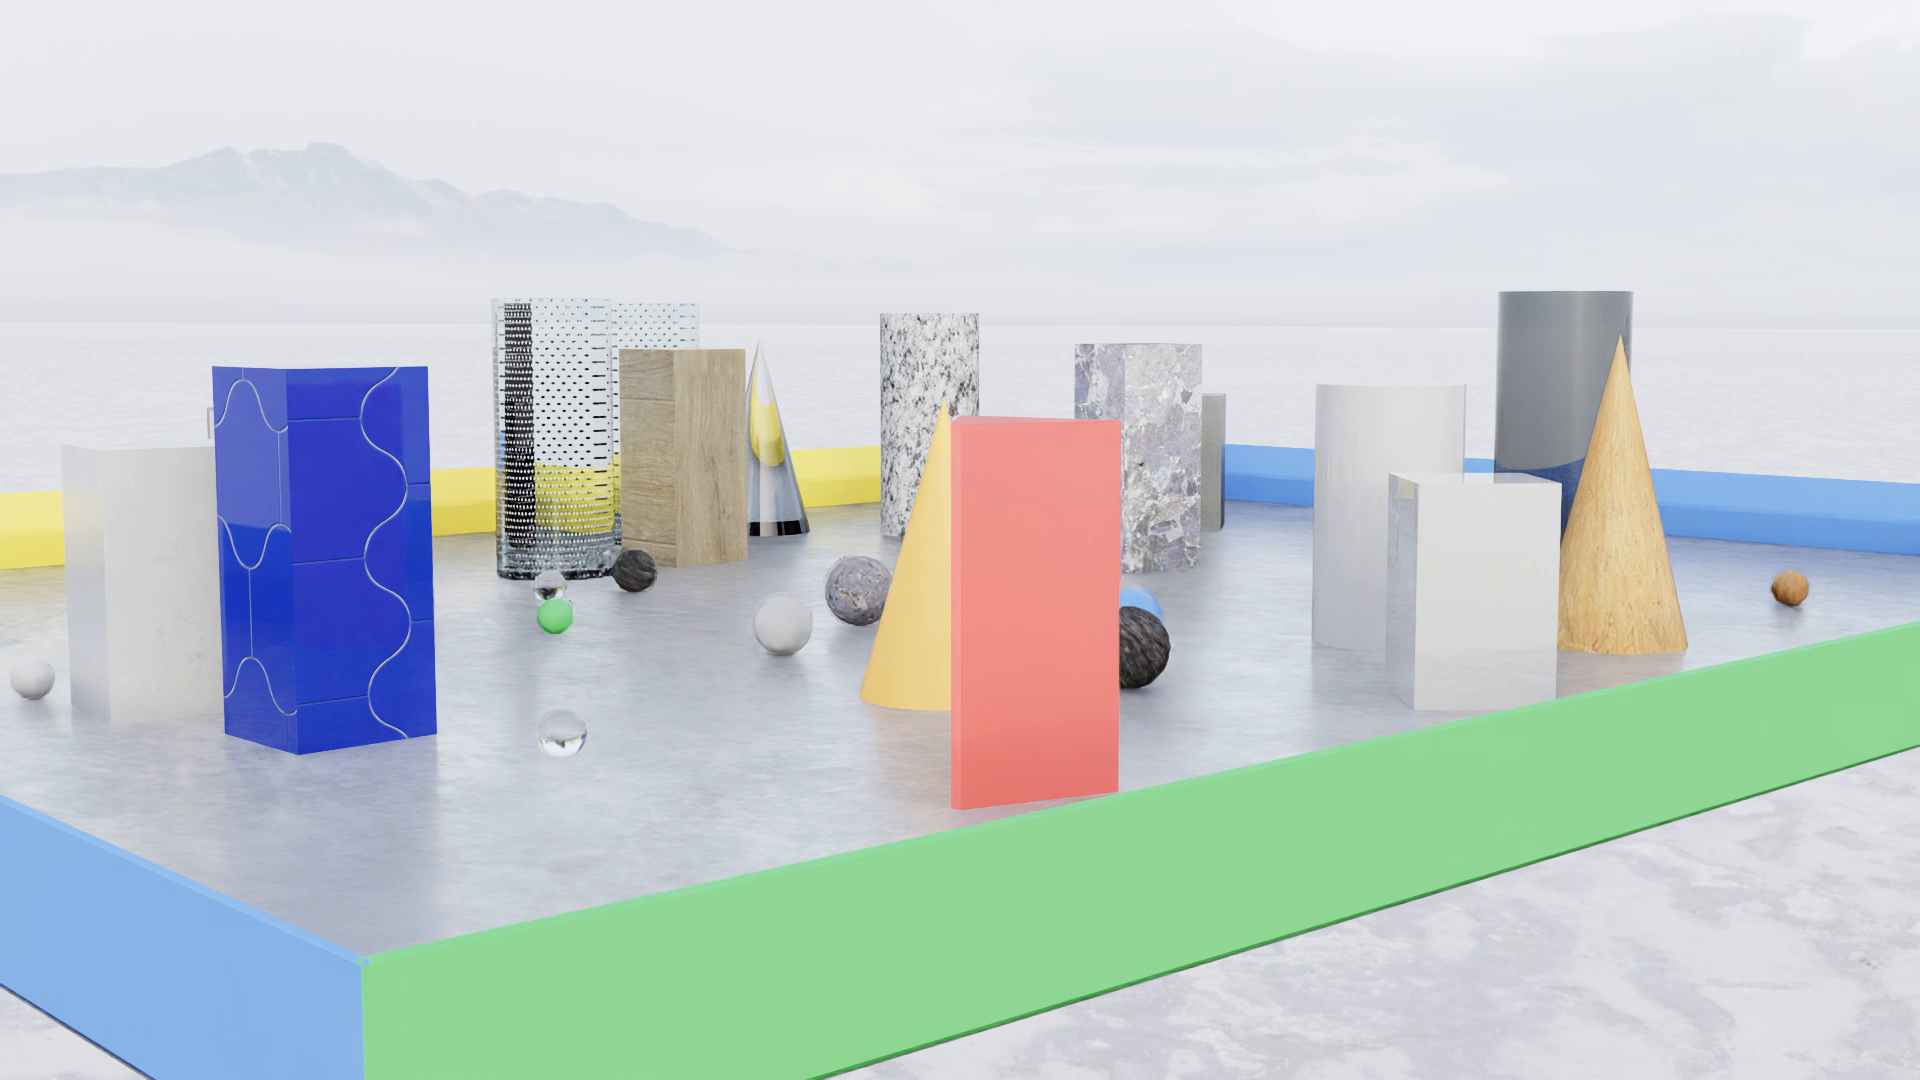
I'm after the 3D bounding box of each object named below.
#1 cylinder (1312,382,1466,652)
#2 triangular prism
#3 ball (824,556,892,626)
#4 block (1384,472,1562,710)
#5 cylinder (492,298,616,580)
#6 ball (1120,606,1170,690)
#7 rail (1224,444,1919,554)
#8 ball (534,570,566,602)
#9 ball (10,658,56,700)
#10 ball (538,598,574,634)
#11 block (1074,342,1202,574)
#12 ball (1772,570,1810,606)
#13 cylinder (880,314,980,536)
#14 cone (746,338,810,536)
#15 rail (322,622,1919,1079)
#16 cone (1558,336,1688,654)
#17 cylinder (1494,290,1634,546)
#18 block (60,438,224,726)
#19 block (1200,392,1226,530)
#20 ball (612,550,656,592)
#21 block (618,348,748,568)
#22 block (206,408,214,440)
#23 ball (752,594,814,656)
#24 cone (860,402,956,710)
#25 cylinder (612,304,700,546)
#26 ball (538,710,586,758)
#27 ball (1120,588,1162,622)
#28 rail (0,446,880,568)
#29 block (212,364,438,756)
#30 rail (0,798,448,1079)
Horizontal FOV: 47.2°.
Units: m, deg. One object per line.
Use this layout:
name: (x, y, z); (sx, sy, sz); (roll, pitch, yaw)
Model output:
cylinder: (0.577, -0.037, 2.963); (0.199, 0.348, 0.199); (0, 6, 0)
triangular prism: (0.038, 0.059, 2.056); (0.172, 0.345, 0.149); (-3, 7, -27)
ball: (-0.142, 0.072, 3.114); (0.099, 0.099, 0.099); (0, 6, 0)
block: (0.586, 0.056, 2.528); (0.159, 0.254, 0.159); (0, 6, -1)
cylinder: (-0.685, -0.174, 3.710); (0.199, 0.465, 0.199); (0, 6, 0)
ball: (0.199, 0.127, 2.595); (0.098, 0.098, 0.098); (0, 6, 0)
rail: (1.270, -0.088, 4.498); (0.045, 0.129, 2.940); (-5, 8, -42)
ball: (-0.626, 0.071, 3.361); (0.050, 0.050, 0.050); (0, 6, 0)
ball: (-1.065, 0.159, 2.527); (0.048, 0.048, 0.048); (0, 6, 0)
ball: (-0.559, 0.105, 3.038); (0.050, 0.050, 0.050); (0, 6, 0)
block: (0.308, -0.147, 3.827); (0.159, 0.387, 0.159); (-3, 7, -29)
ball: (1.258, 0.073, 3.331); (0.054, 0.054, 0.054); (0, 6, 0)
cylinder: (-0.060, -0.234, 4.408); (0.199, 0.440, 0.199); (0, 6, 0)
cone: (-0.403, -0.214, 4.437); (0.199, 0.394, 0.199); (0, 6, 0)
rail: (0.981, 0.144, 2.275); (3.505, 0.129, 0.045); (-5, 8, -42)
cone: (0.875, -0.067, 2.936); (0.199, 0.414, 0.199); (0, 6, 0)
cylinder: (0.916, -0.141, 3.353); (0.199, 0.473, 0.199); (0, 6, 0)
block: (-0.896, 0.041, 2.460); (0.159, 0.297, 0.159); (-4, 7, -36)
block: (0.464, -0.164, 4.541); (0.159, 0.273, 0.159); (1, 6, 10)
ball: (-0.516, 0.049, 3.485); (0.068, 0.068, 0.068); (0, 6, 0)
block: (-0.492, -0.151, 3.913); (0.159, 0.377, 0.159); (-6, 8, -44)
block: (-1.132, -0.070, 3.571); (0.159, 0.287, 0.159); (-2, 6, -20)
ball: (-0.229, 0.110, 2.852); (0.078, 0.078, 0.078); (0, 6, 0)
cone: (-0.018, 0.009, 2.539); (0.199, 0.345, 0.199); (0, 6, 0)
cylinder: (-0.602, -0.227, 4.255); (0.199, 0.459, 0.199); (0, 6, 0)
ball: (-0.397, 0.194, 2.197); (0.048, 0.048, 0.048); (0, 6, 0)
ball: (0.230, 0.104, 2.917); (0.078, 0.078, 0.078); (0, 6, 0)
rail: (-0.981, -0.077, 4.389); (3.505, 0.129, 0.045); (-5, 8, -42)
block: (-0.664, 0.012, 2.302); (0.159, 0.387, 0.159); (-6, 8, -44)
rail: (-1.270, 0.155, 2.166); (0.045, 0.129, 2.940); (-5, 8, -42)
